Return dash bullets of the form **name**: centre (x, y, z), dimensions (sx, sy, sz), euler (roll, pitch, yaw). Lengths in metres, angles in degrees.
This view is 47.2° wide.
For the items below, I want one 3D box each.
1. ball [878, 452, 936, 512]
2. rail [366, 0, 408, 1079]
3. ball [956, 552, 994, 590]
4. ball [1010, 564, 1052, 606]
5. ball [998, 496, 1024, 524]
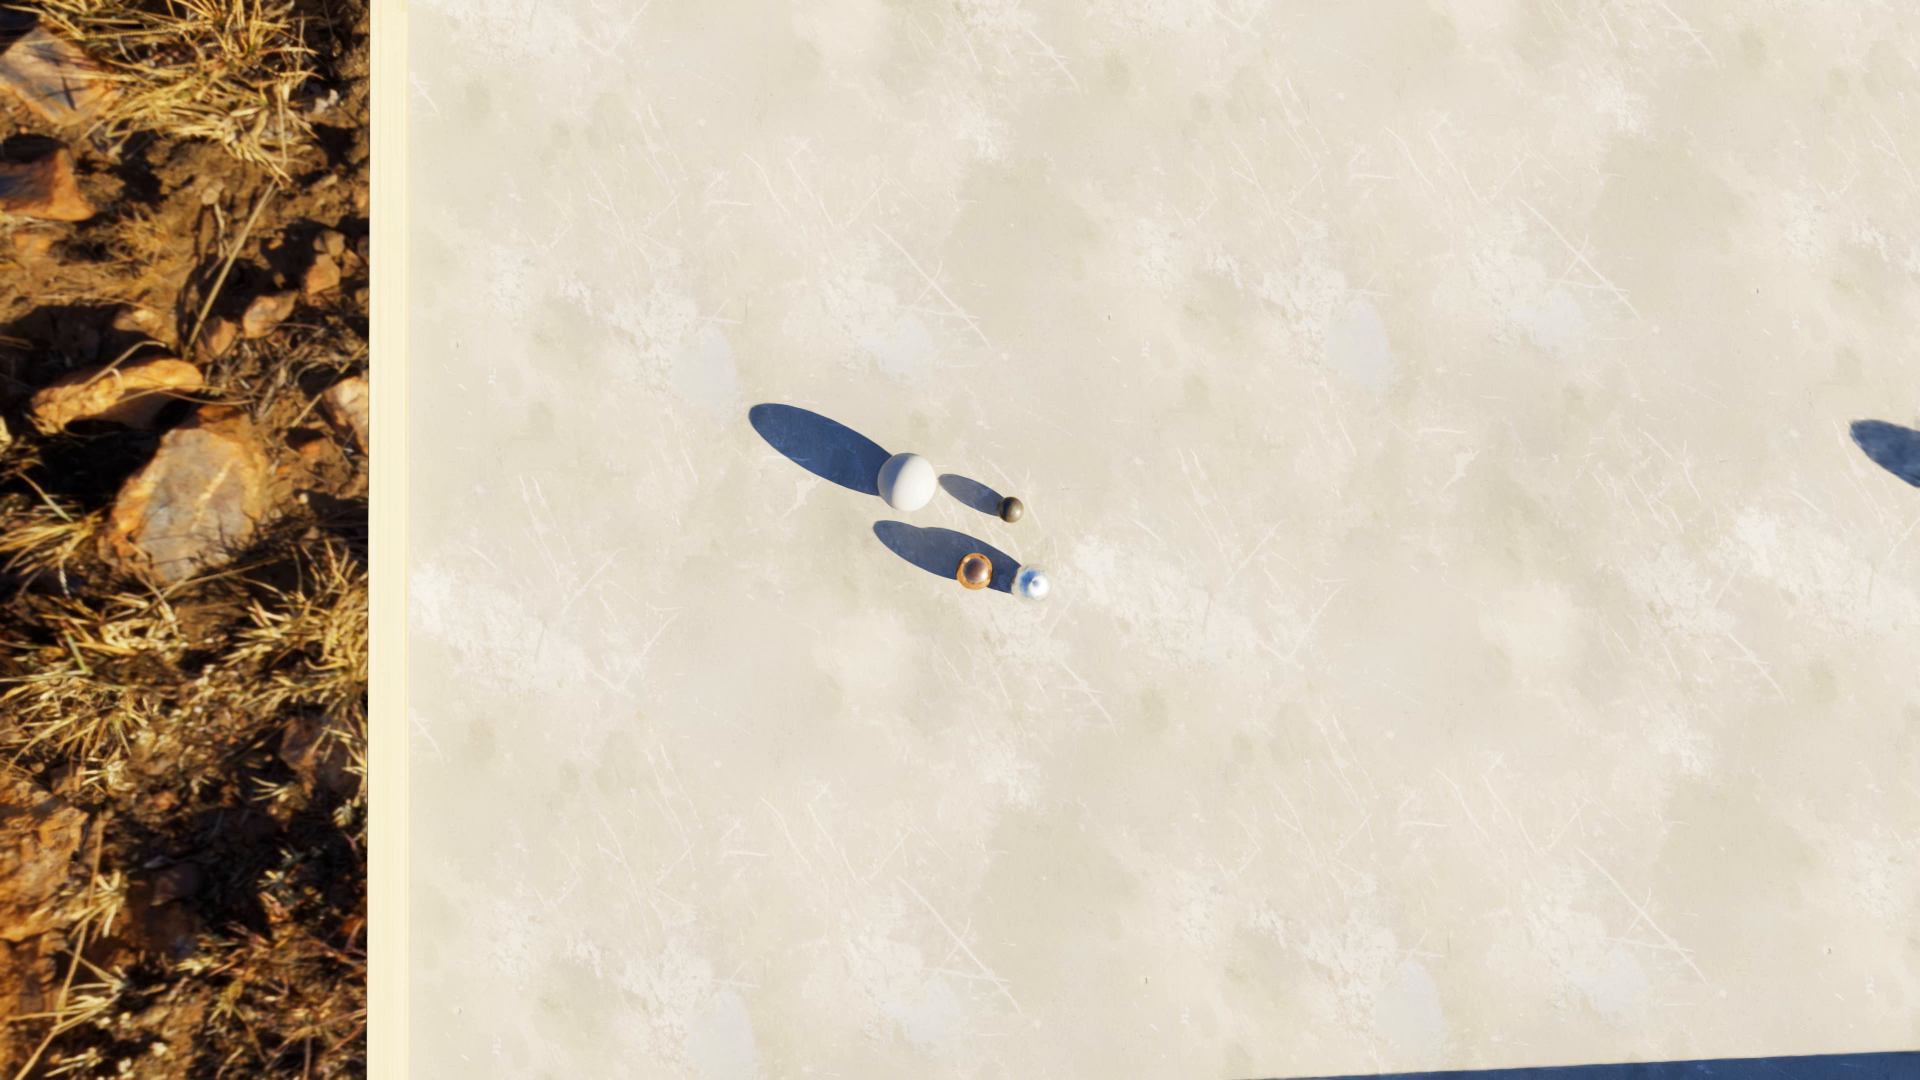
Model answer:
- **ball**: centre (-0.080, -0.087, 3.288), dimensions (0.089, 0.089, 0.089), euler (0, 80, 0)
- **rail**: centre (-0.838, 0.031, 3.253), dimensions (0.045, 0.115, 1.951), euler (-2, 80, 0)
- **ball**: centre (0.022, 0.047, 3.281), dimensions (0.056, 0.056, 0.056), euler (0, 80, 0)
- **ball**: centre (0.107, 0.066, 3.275), dimensions (0.062, 0.062, 0.062), euler (0, 80, 0)
- **ball**: centre (0.076, -0.046, 3.306), dimensions (0.041, 0.041, 0.041), euler (0, 80, 0)
